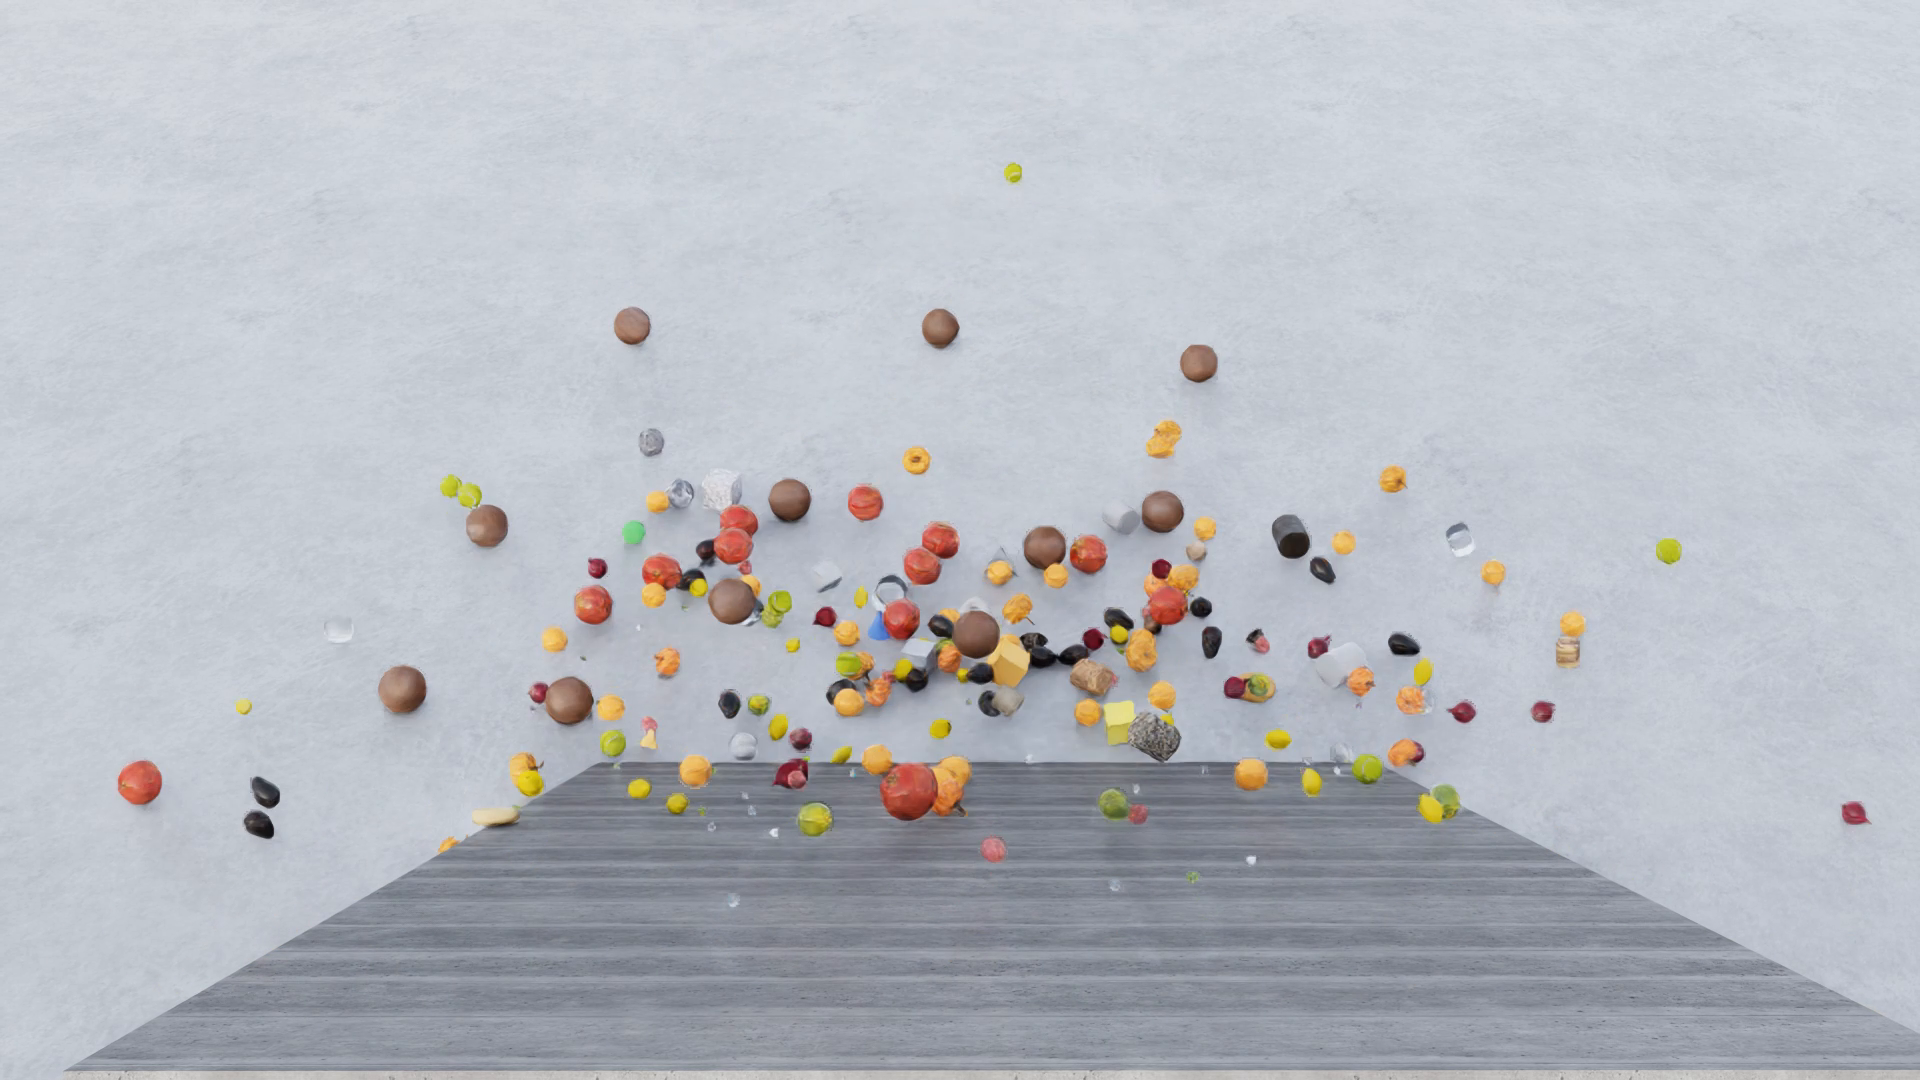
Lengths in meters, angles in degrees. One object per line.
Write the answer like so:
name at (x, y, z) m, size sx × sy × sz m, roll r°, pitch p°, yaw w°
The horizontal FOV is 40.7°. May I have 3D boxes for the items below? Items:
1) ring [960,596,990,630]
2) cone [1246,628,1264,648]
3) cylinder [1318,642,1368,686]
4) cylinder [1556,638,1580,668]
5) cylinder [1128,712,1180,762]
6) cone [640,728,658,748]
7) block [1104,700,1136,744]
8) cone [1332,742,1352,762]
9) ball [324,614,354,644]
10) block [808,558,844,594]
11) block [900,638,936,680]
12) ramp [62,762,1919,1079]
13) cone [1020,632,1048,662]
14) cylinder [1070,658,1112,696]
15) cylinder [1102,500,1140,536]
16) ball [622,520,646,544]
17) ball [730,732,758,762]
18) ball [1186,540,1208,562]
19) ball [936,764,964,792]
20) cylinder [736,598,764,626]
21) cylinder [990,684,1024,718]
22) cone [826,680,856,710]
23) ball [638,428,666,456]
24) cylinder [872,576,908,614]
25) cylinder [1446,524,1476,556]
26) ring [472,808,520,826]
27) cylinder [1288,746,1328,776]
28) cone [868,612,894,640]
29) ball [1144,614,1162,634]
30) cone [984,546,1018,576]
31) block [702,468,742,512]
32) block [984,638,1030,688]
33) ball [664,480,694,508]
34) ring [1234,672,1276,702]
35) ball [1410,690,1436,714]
ring at (0.043, 0.207, 7.317) m, size 0.094 × 0.094 × 0.031 m, roll 19°, pitch -1°, yaw 29°
cone at (0.846, 0.287, 7.305) m, size 0.053 × 0.053 × 0.053 m, roll -19°, pitch 62°, yaw -28°
cylinder at (1.054, 0.343, 7.139) m, size 0.097 × 0.097 × 0.097 m, roll -21°, pitch 37°, yaw -32°
cylinder at (1.693, 0.313, 7.211) m, size 0.063 × 0.063 × 0.063 m, roll -4°, pitch 26°, yaw 2°
cylinder at (0.477, 0.483, 6.354) m, size 0.093 × 0.093 × 0.093 m, roll 32°, pitch 18°, yaw -28°
cone at (-0.819, 0.519, 6.847) m, size 0.050 × 0.050 × 0.050 m, roll 12°, pitch 6°, yaw -1°
block at (0.428, 0.486, 6.891) m, size 0.077 × 0.077 × 0.077 m, roll -7°, pitch 45°, yaw 0°
cone at (0.988, 0.557, 6.624) m, size 0.057 × 0.057 × 0.057 m, roll -10°, pitch 25°, yaw -16°
ball at (-1.752, 0.250, 7.308) m, size 0.084 × 0.084 × 0.084 m, roll 0°, pitch 31°, yaw 0°
block at (-0.391, 0.105, 7.524) m, size 0.066 × 0.066 × 0.066 m, roll -26°, pitch 76°, yaw -29°
block at (-0.116, 0.330, 7.182) m, size 0.077 × 0.077 × 0.077 m, roll 10°, pitch 32°, yaw 17°
ramp at (0.069, 0.612, 4.683) m, size 2.000 × 0.100 × 4.000 m, roll 0°, pitch 0°, yaw 0°
cone at (0.204, 0.312, 7.253) m, size 0.076 × 0.076 × 0.076 m, roll 3°, pitch 58°, yaw 5°
cylinder at (0.359, 0.374, 7.083) m, size 0.082 × 0.082 × 0.082 m, roll 21°, pitch 37°, yaw 31°
cylinder at (0.488, -0.069, 7.842) m, size 0.082 × 0.082 × 0.082 m, roll -17°, pitch 35°, yaw -26°
ball at (-0.981, -0.023, 7.777) m, size 0.070 × 0.070 × 0.070 m, roll 0°, pitch 31°, yaw 0°
ball at (-0.559, 0.536, 6.707) m, size 0.075 × 0.075 × 0.075 m, roll 0°, pitch 31°, yaw 0°
ball at (0.703, 0.032, 7.693) m, size 0.062 × 0.062 × 0.062 m, roll 0°, pitch 31°, yaw 0°
ball at (-0.021, 0.537, 5.861) m, size 0.063 × 0.063 × 0.063 m, roll 0°, pitch 31°, yaw 0°
cylinder at (-0.599, 0.205, 7.407) m, size 0.060 × 0.060 × 0.060 m, roll 10°, pitch 32°, yaw 16°
cylinder at (0.127, 0.429, 6.903) m, size 0.069 × 0.069 × 0.069 m, roll 35°, pitch 39°, yaw 7°
cone at (-0.307, 0.436, 6.991) m, size 0.086 × 0.086 × 0.086 m, roll -10°, pitch 30°, yaw -16°
ball at (-0.983, -0.313, 8.245) m, size 0.087 × 0.087 × 0.087 m, roll 0°, pitch 31°, yaw 0°
cylinder at (-0.201, 0.157, 7.415) m, size 0.088 × 0.088 × 0.088 m, roll 4°, pitch 67°, yaw -10°
cylinder at (1.487, 0.000, 7.694) m, size 0.070 × 0.070 × 0.070 m, roll -21°, pitch 31°, yaw 13°
ring at (-0.922, 0.549, 5.143) m, size 0.094 × 0.031 × 0.094 m, roll -1°, pitch -1°, yaw 0°
cylinder at (0.846, 0.567, 6.300) m, size 0.096 × 0.096 × 0.096 m, roll -4°, pitch 26°, yaw 2°
cone at (-0.226, 0.231, 7.347) m, size 0.077 × 0.077 × 0.077 m, roll 0°, pitch 31°, yaw 0°
ball at (0.548, 0.240, 7.353) m, size 0.056 × 0.056 × 0.056 m, roll 0°, pitch 31°, yaw 0°
cone at (0.134, 0.081, 7.633) m, size 0.092 × 0.092 × 0.092 m, roll 34°, pitch 36°, yaw 0°
block at (-0.732, -0.155, 7.976) m, size 0.093 × 0.093 × 0.093 m, roll 7°, pitch 32°, yaw 12°
block at (0.129, 0.345, 7.115) m, size 0.087 × 0.087 × 0.087 m, roll 32°, pitch 30°, yaw -11°
ball at (-0.862, -0.142, 7.959) m, size 0.089 × 0.089 × 0.089 m, roll 0°, pitch 31°, yaw 0°
ring at (0.808, 0.403, 7.097) m, size 0.117 × 0.039 × 0.117 m, roll 0°, pitch 32°, yaw 0°
ball at (1.254, 0.438, 7.012) m, size 0.066 × 0.066 × 0.066 m, roll 0°, pitch 31°, yaw 0°
